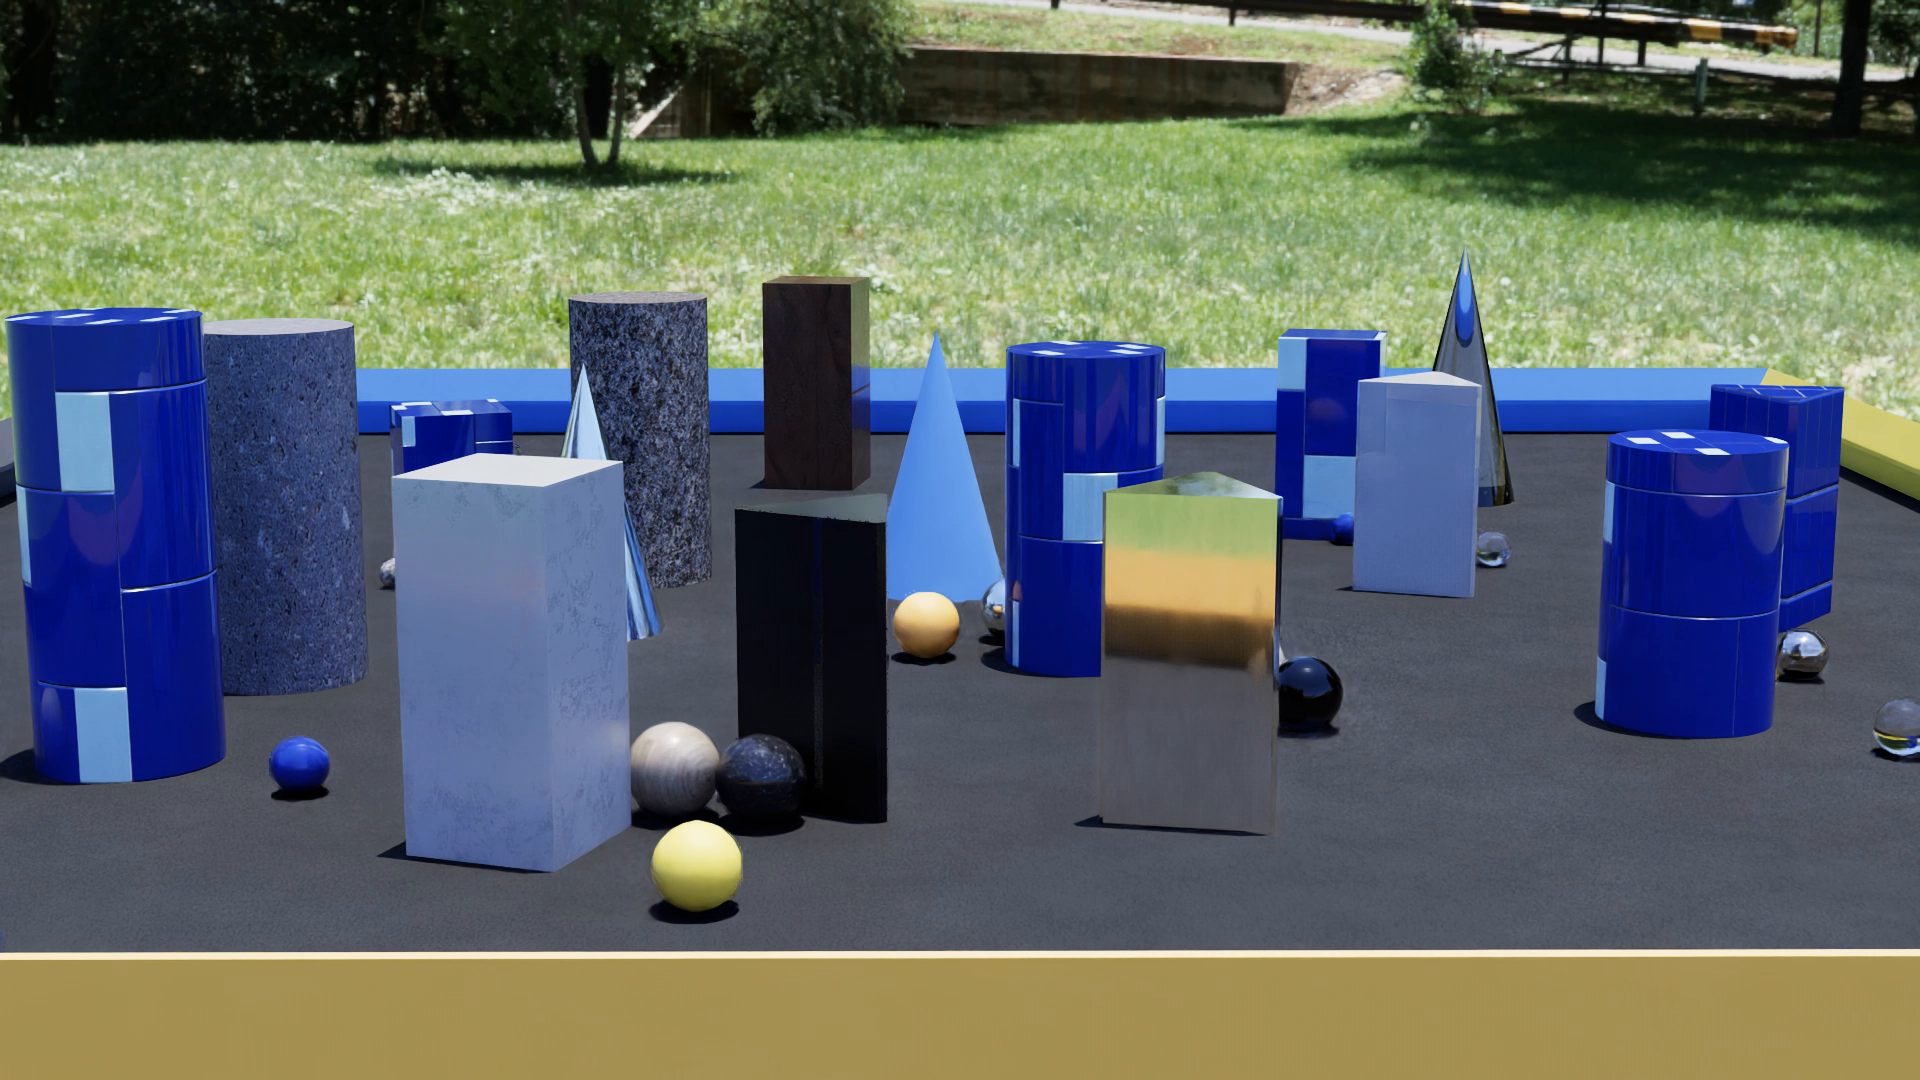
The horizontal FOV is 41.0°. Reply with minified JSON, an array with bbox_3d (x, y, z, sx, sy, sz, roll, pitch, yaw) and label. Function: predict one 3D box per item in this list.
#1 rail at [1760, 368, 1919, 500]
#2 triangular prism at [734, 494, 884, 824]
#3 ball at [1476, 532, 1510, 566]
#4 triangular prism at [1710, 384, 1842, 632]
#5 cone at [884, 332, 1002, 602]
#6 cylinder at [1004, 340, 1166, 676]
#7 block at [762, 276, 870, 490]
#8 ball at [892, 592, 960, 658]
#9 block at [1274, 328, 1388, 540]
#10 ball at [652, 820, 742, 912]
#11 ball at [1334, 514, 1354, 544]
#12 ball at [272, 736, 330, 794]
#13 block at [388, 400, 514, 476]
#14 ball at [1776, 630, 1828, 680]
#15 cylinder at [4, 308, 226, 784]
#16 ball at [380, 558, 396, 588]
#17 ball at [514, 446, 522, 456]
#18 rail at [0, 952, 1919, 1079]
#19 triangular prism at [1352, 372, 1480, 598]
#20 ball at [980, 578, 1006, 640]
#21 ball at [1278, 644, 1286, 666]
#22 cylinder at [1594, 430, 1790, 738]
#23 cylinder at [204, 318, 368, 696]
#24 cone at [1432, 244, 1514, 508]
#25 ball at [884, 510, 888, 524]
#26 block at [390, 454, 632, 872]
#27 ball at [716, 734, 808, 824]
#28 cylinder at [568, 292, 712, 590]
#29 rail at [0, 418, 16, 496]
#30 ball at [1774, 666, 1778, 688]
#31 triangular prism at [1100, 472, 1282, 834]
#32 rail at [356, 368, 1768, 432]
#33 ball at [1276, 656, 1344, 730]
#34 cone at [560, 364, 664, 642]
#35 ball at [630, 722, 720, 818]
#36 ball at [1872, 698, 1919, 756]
[{"bbox_3d":[1.605,0.031,3.458,0.045,0.126,3.425,0,11,0],"label":"rail"},{"bbox_3d":[-0.113,0.110,2.569,0.168,0.296,0.146,6,12,28],"label":"triangular prism"},{"bbox_3d":[0.783,0.013,3.767,0.051,0.051,0.051,0,11,0],"label":"ball"},{"bbox_3d":[1.061,-0.050,3.410,0.146,0.304,0.168,8,13,38],"label":"triangular prism"},{"bbox_3d":[-0.032,-0.111,3.577,0.194,0.364,0.194,0,11,0],"label":"cone"},{"bbox_3d":[0.153,-0.042,3.147,0.194,0.385,0.194,0,11,0],"label":"cylinder"},{"bbox_3d":[-0.249,-0.277,4.491,0.155,0.356,0.155,2,11,10],"label":"block"},{"bbox_3d":[-0.042,0.105,3.181,0.083,0.083,0.083,0,11,0],"label":"ball"},{"bbox_3d":[0.582,-0.167,4.022,0.155,0.311,0.155,2,11,13],"label":"block"},{"bbox_3d":[-0.229,0.284,2.231,0.079,0.079,0.079,0,11,0],"label":"ball"},{"bbox_3d":[0.597,-0.017,3.938,0.048,0.048,0.048,0,11,0],"label":"ball"},{"bbox_3d":[-0.665,0.228,2.589,0.058,0.058,0.058,0,11,0],"label":"ball"},{"bbox_3d":[-0.740,-0.076,3.740,0.155,0.235,0.155,-4,11,-19],"label":"block"},{"bbox_3d":[1.008,0.137,3.073,0.059,0.059,0.059,0,11,0],"label":"ball"},{"bbox_3d":[-0.879,0.001,2.680,0.194,0.470,0.194,0,11,0],"label":"cylinder"},{"bbox_3d":[-0.793,0.047,3.603,0.043,0.043,0.043,0,11,0],"label":"ball"},{"bbox_3d":[-0.801,-0.135,4.509,0.071,0.071,0.071,0,11,0],"label":"ball"},{"bbox_3d":[0.010,0.341,1.789,3.258,0.126,0.045,0,11,0],"label":"rail"},{"bbox_3d":[0.655,-0.083,3.614,0.168,0.294,0.146,4,11,20],"label":"triangular prism"},{"bbox_3d":[0.066,0.088,3.280,0.081,0.081,0.081,0,11,0],"label":"ball"},{"bbox_3d":[0.331,0.144,2.957,0.088,0.088,0.088,0,11,0],"label":"ball"},{"bbox_3d":[0.817,0.045,2.871,0.194,0.314,0.194,0,11,0],"label":"cylinder"},{"bbox_3d":[-0.812,-0.044,3.054,0.194,0.422,0.194,0,11,0],"label":"cylinder"},{"bbox_3d":[0.844,-0.284,4.320,0.194,0.432,0.194,0,11,0],"label":"cone"},{"bbox_3d":[-0.111,-0.019,3.928,0.055,0.055,0.055,0,11,0],"label":"ball"},{"bbox_3d":[-0.417,0.110,2.406,0.155,0.357,0.155,4,11,19],"label":"block"},{"bbox_3d":[-0.192,0.232,2.486,0.088,0.088,0.088,0,11,0],"label":"ball"},{"bbox_3d":[-0.455,-0.145,3.657,0.194,0.402,0.194,0,11,0],"label":"cylinder"},{"bbox_3d":[-1.605,0.034,3.440,0.045,0.126,3.425,0,11,0],"label":"rail"},{"bbox_3d":[0.918,0.156,2.974,0.059,0.059,0.059,0,11,0],"label":"ball"},{"bbox_3d":[0.233,0.105,2.514,0.168,0.326,0.146,2,11,12],"label":"triangular prism"},{"bbox_3d":[-0.010,-0.276,5.109,3.258,0.126,0.045,0,11,0],"label":"rail"},{"bbox_3d":[0.381,0.169,2.835,0.083,0.083,0.083,0,11,0],"label":"ball"},{"bbox_3d":[-0.483,-0.056,3.321,0.194,0.349,0.194,0,11,0],"label":"cone"},{"bbox_3d":[-0.280,0.225,2.508,0.094,0.094,0.094,0,11,0],"label":"ball"},{"bbox_3d":[1.005,0.199,2.735,0.061,0.061,0.061,0,11,0],"label":"ball"}]
